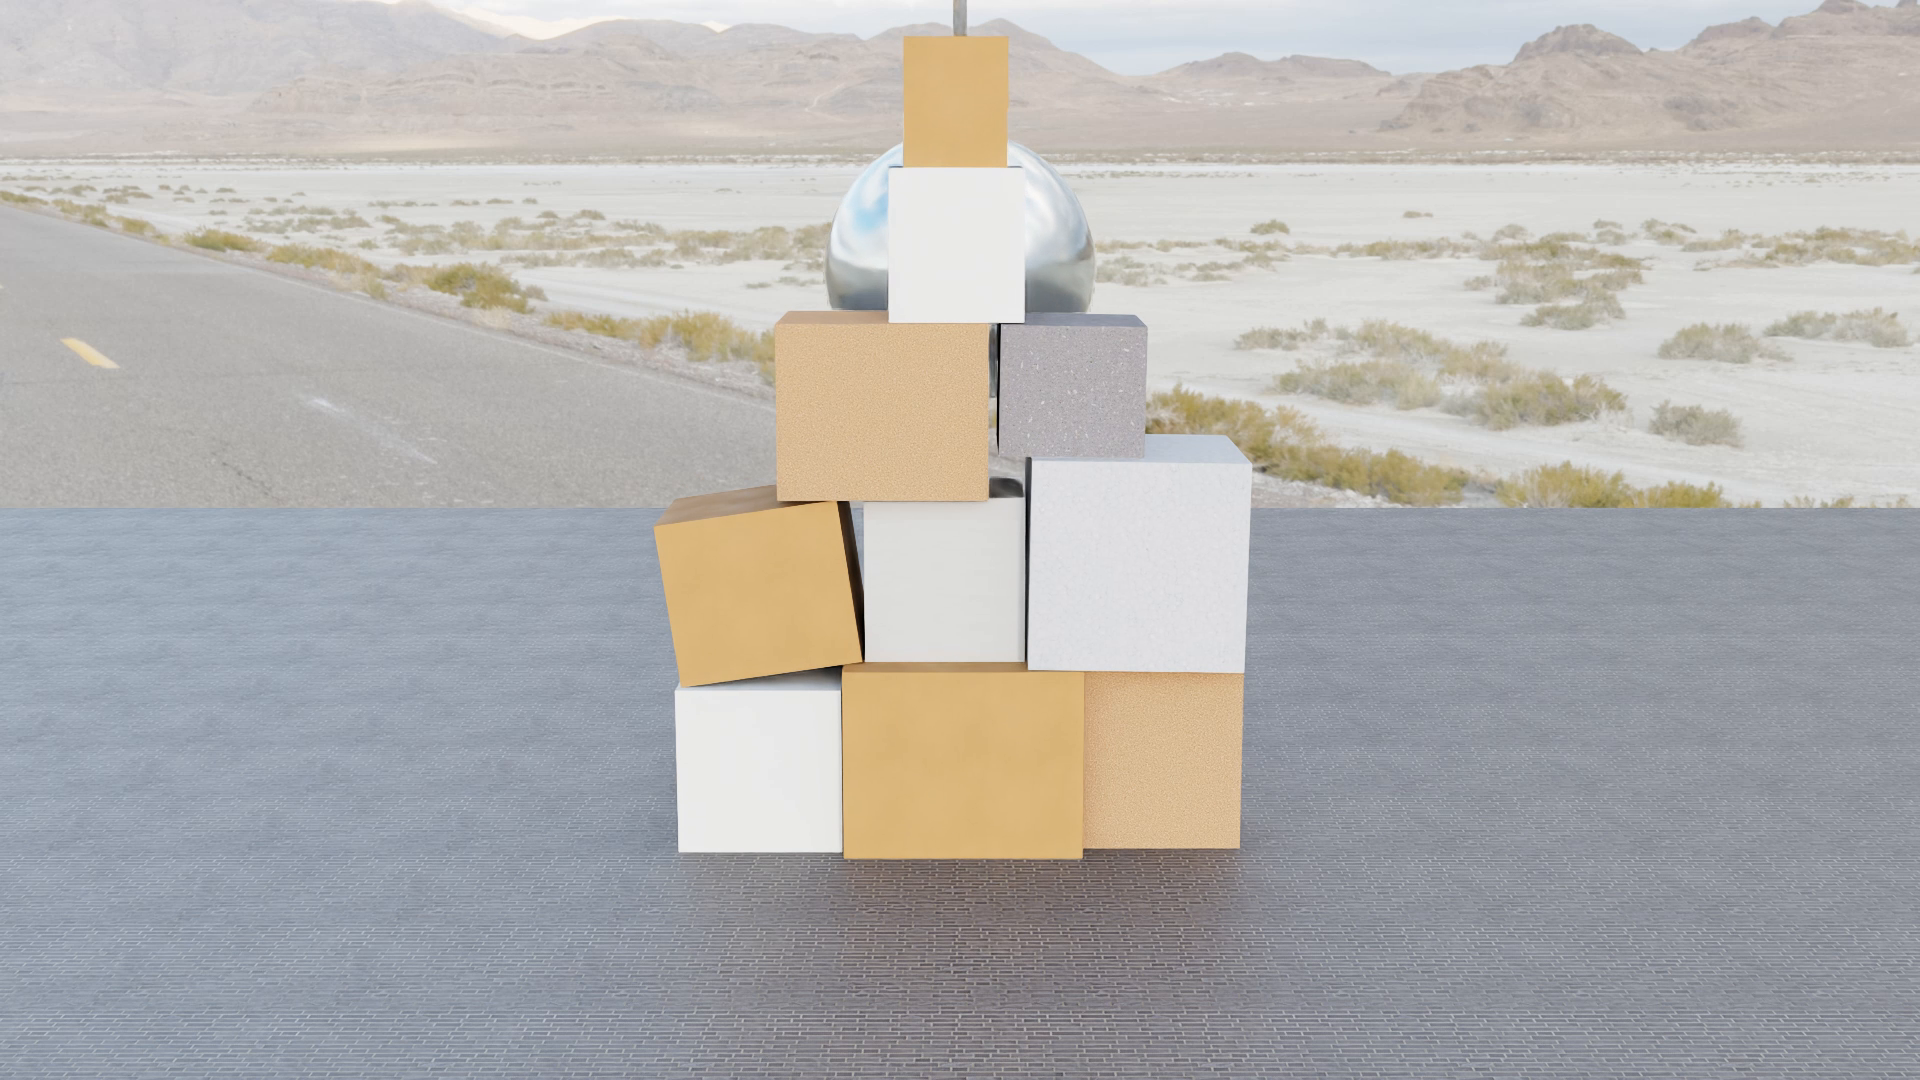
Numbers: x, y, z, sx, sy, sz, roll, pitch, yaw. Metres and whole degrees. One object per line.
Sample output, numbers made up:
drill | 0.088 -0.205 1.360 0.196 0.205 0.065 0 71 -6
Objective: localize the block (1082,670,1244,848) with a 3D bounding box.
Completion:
block | 1.011 1.016 11.360 0.788 0.936 0.809 0 10 0

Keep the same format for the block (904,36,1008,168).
block | -0.021 -2.146 10.804 0.500 0.615 0.564 0 10 0

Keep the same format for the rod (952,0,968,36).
rod | 0.000 -4.541 11.268 0.080 5.200 0.080 0 31 0

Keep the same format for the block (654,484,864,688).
block | -0.992 0.193 11.232 0.907 0.820 0.842 -8 10 1

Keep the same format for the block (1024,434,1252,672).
block | 0.869 0.041 11.179 1.058 1.032 1.050 1 10 0

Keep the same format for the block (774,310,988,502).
block | -0.376 -0.689 11.051 1.027 0.859 0.853 0 10 0

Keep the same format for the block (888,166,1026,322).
block | -0.017 -1.476 10.908 0.656 0.741 0.648 0 10 0

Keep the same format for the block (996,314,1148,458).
block | 0.547 -0.786 11.033 0.709 0.639 0.773 1 10 0

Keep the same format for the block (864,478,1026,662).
block | -0.076 0.139 11.206 0.794 0.823 0.688 0 10 0

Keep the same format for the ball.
ball | 0.000 -1.612 12.996 1.600 1.600 1.600 0 10 0

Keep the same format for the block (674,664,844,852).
block | -0.996 1.071 11.358 0.820 0.830 0.907 0 10 0

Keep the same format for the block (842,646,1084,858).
block | 0.016 1.012 11.350 1.183 0.947 1.106 0 10 0
